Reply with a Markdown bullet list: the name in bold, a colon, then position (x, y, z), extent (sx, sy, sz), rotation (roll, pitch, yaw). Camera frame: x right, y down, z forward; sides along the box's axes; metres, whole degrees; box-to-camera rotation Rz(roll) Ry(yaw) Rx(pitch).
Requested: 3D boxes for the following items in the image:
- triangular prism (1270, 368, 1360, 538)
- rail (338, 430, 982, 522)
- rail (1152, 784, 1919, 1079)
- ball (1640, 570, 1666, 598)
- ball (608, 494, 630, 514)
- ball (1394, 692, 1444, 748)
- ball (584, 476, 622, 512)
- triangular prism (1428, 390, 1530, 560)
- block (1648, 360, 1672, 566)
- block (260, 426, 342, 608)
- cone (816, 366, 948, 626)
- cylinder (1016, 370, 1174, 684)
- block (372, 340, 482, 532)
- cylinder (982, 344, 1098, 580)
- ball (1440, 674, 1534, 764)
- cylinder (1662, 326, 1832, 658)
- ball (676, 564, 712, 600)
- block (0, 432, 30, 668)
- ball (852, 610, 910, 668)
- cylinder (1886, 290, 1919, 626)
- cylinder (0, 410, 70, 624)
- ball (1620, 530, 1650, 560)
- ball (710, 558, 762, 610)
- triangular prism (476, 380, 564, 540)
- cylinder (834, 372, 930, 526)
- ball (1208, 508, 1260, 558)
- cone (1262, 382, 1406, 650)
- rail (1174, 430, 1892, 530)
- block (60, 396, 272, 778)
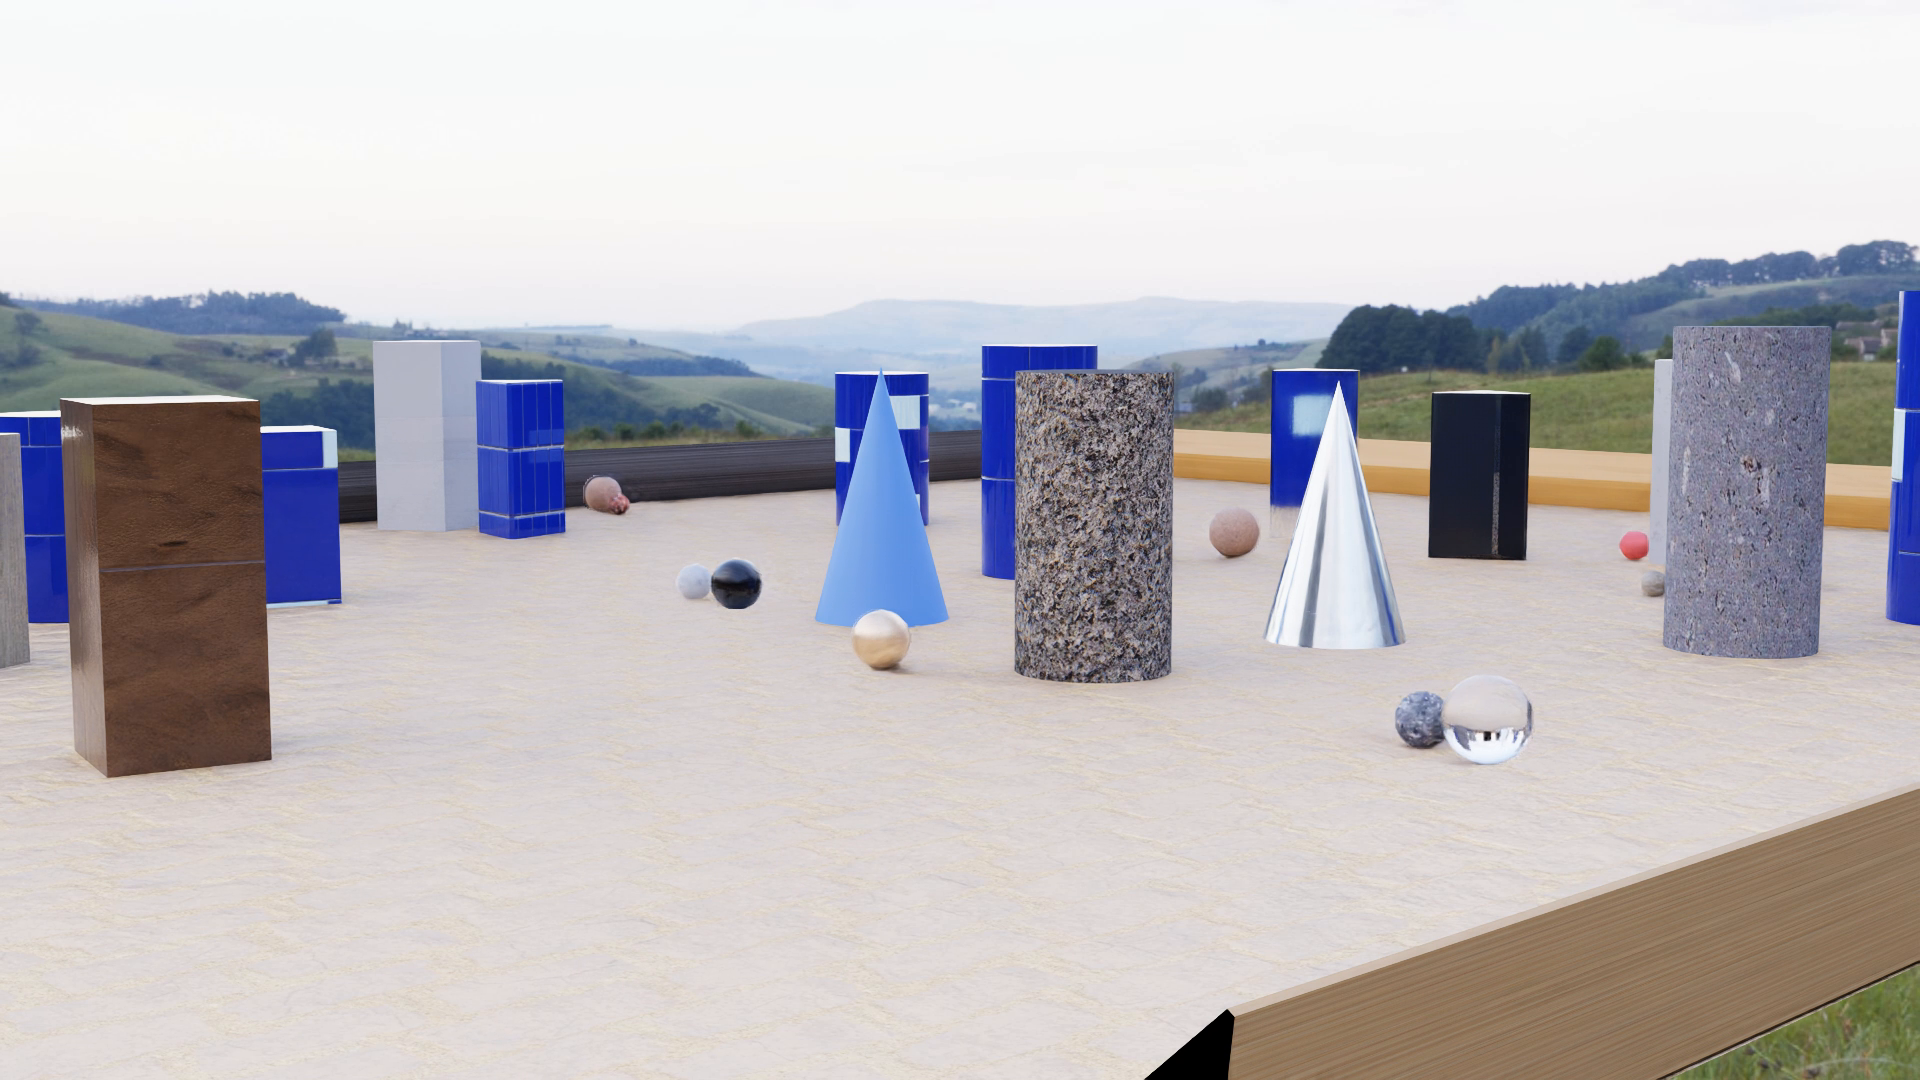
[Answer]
- **triangular prism**: position (0.692, -0.174, 4.357), extent (0.168, 0.326, 0.146), rotation (0, 6, 0)
- **rail**: position (-1.207, -0.104, 4.633), extent (4.284, 0.126, 0.045), rotation (-5, 8, -42)
- **rail**: position (1.207, 0.169, 2.031), extent (4.284, 0.126, 0.045), rotation (-5, 8, -42)
- **ball**: position (1.078, 0.068, 3.413), extent (0.042, 0.042, 0.042), rotation (0, 6, 0)
- **ball**: position (-0.741, -0.077, 4.781), extent (0.045, 0.045, 0.045), rotation (0, 6, 0)
- **ball**: position (0.471, 0.183, 2.238), extent (0.058, 0.058, 0.058), rotation (0, 6, 0)
- **ball**: position (-0.784, -0.100, 4.831), extent (0.080, 0.080, 0.080), rotation (0, 6, 0)
- **triangular prism**: position (0.945, -0.120, 3.987), extent (0.168, 0.296, 0.146), rotation (2, 6, 16)
- **block**: position (1.313, -0.132, 3.809), extent (0.155, 0.357, 0.155), rotation (-3, 6, -23)
- **block**: position (-1.045, -0.038, 3.357), extent (0.155, 0.263, 0.155), rotation (-3, 7, -29)
- **cone**: position (-0.113, -0.068, 3.163), extent (0.194, 0.364, 0.194), rotation (0, 6, 0)
- **cylinder**: position (0.164, -0.022, 2.703), extent (0.194, 0.369, 0.194), rotation (0, 6, 0)
- **block**: position (-1.084, -0.216, 4.493), extent (0.155, 0.380, 0.155), rotation (2, 6, 18)
- **cylinder**: position (0.133, -0.134, 3.696), extent (0.194, 0.385, 0.194), rotation (0, 6, 0)
- **ball**: position (0.517, 0.176, 2.158), extent (0.089, 0.089, 0.089), rotation (0, 6, 0)
- **cylinder**: position (1.030, -0.068, 2.884), extent (0.194, 0.422, 0.194), rotation (0, 6, 0)
- **ball**: position (-0.408, 0.065, 3.376), extent (0.056, 0.056, 0.056), rotation (0, 6, 0)
- **block**: position (-1.273, 0.016, 2.717), extent (0.155, 0.290, 0.155), rotation (2, 6, 15)
- **ball**: position (-0.098, 0.123, 2.733), extent (0.073, 0.073, 0.073), rotation (0, 6, 0)
- **cylinder**: position (1.434, -0.118, 3.135), extent (0.194, 0.470, 0.194), rotation (0, 6, 0)
- **cylinder**: position (-1.299, -0.037, 3.207), extent (0.194, 0.294, 0.194), rotation (0, 6, 0)
- **ball**: position (1.202, 0.009, 3.916), extent (0.053, 0.053, 0.053), rotation (0, 6, 0)
- **ball**: position (-0.331, 0.066, 3.262), extent (0.077, 0.077, 0.077), rotation (0, 6, 0)
- **triangular prism**: position (-0.854, -0.164, 4.361), extent (0.146, 0.304, 0.168), rotation (-4, 7, -33)
- **cylinder**: position (-0.161, -0.189, 4.552), extent (0.194, 0.314, 0.194), rotation (0, 6, 0)
- **ball**: position (0.493, -0.014, 3.960), extent (0.090, 0.090, 0.090), rotation (0, 6, 0)
- **cone**: position (0.508, -0.040, 2.968), extent (0.194, 0.349, 0.194), rotation (0, 6, 0)
- **rail**: position (1.557, -0.117, 4.761), extent (0.045, 0.126, 3.607), rotation (-5, 8, -42)
- **block**: position (-0.789, 0.039, 2.184), extent (0.155, 0.356, 0.155), rotation (-4, 7, -32)
